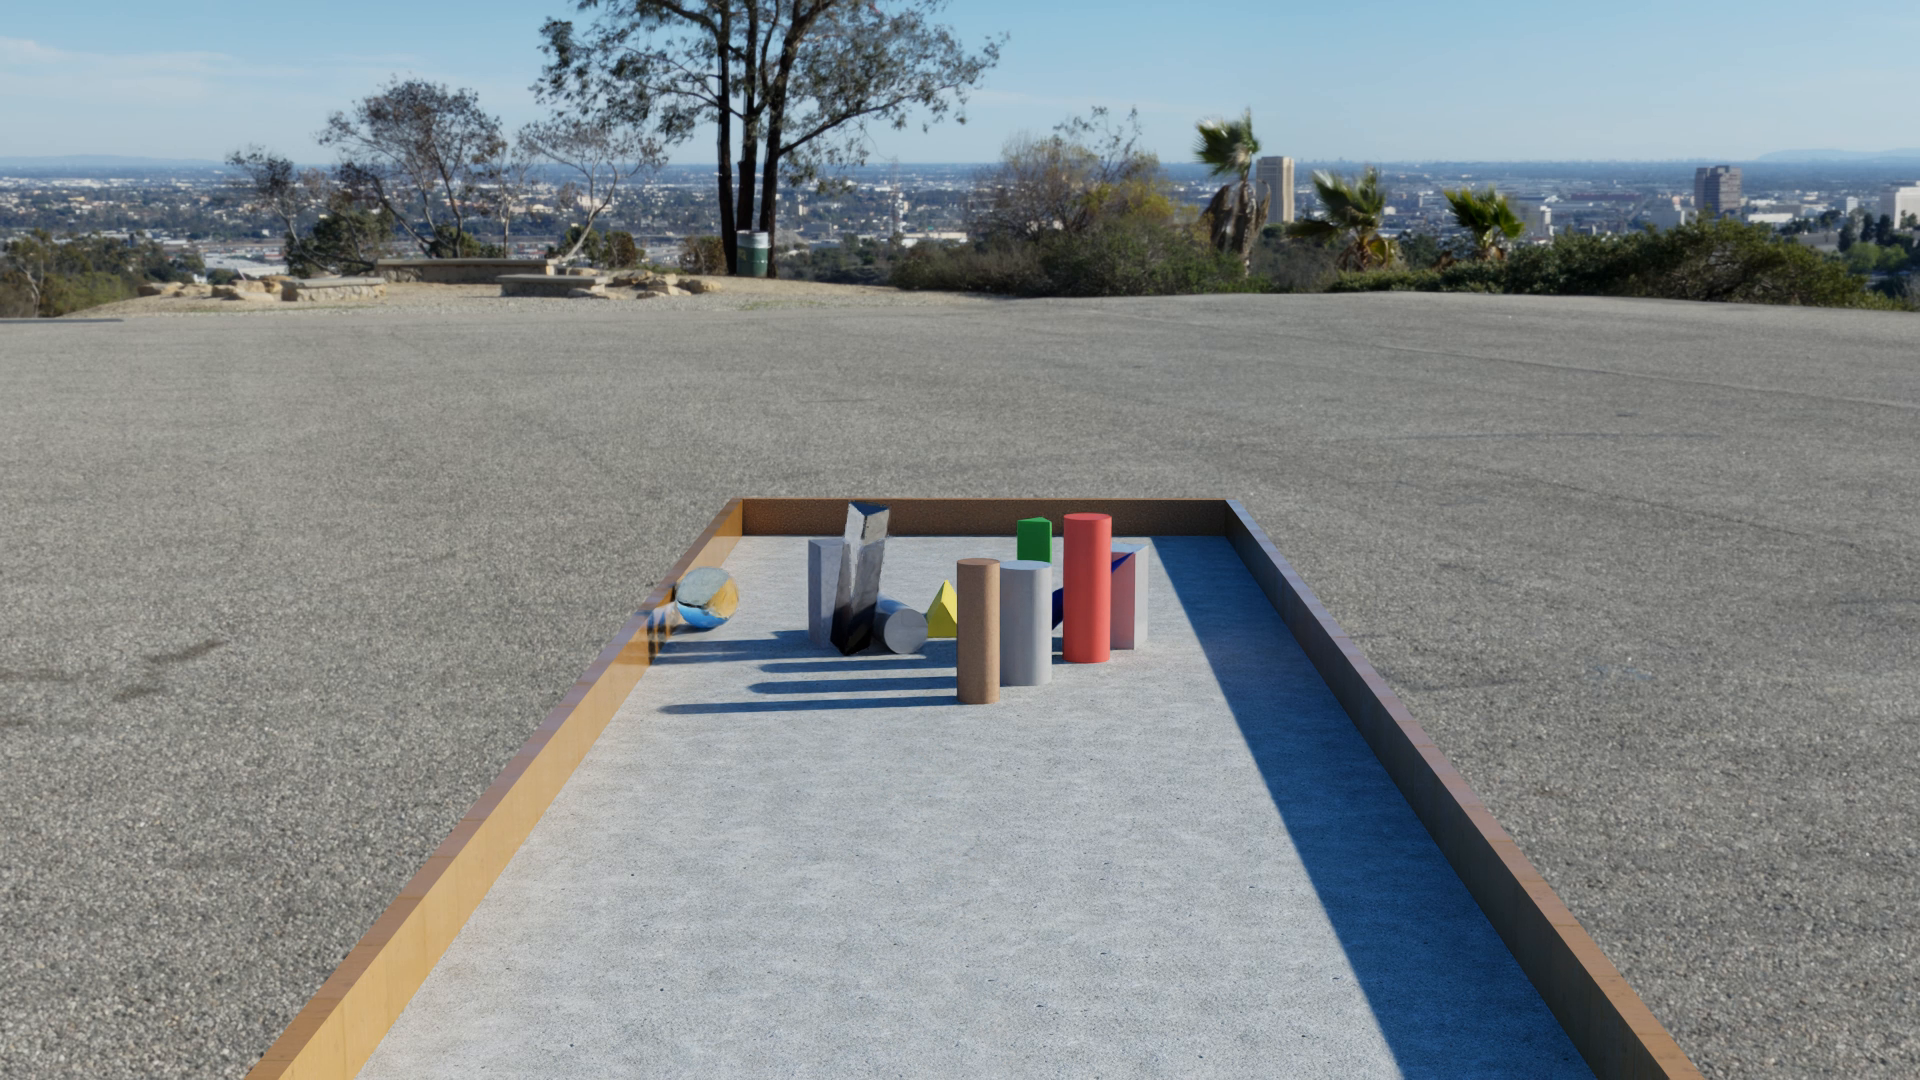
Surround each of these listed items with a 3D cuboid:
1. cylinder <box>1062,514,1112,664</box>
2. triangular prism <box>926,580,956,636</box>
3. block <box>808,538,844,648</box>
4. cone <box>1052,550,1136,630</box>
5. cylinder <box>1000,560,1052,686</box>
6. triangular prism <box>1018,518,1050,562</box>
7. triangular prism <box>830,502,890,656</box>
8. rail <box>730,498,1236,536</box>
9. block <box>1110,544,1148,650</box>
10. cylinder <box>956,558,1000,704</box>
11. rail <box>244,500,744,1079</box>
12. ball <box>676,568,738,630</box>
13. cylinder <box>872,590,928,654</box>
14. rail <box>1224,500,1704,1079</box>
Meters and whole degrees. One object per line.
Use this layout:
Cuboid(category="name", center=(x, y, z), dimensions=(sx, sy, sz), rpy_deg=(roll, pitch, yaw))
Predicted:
Cuboid(category="cylinder", center=(0.386, 0.146, 6.688), dimensions=(0.144, 0.439, 0.144), rpy_deg=(0, 9, 0))
Cuboid(category="triangular prism", center=(-0.051, 0.221, 7.236), dimensions=(0.129, 0.112, 0.409), rpy_deg=(0, 9, 2))
Cuboid(category="block", center=(-0.384, 0.166, 6.931), dimensions=(0.153, 0.323, 0.153), rpy_deg=(-3, 9, -19))
Cuboid(category="cone", center=(0.356, 0.164, 6.795), dimensions=(0.455, 0.138, 0.138), rpy_deg=(-35, 13, -3))
Cuboid(category="cylinder", center=(0.186, 0.241, 6.401), dimensions=(0.164, 0.341, 0.164), rpy_deg=(0, 9, 0))
Cuboid(category="triangular prism", center=(0.244, 0.130, 6.926), dimensions=(0.108, 0.395, 0.094), rpy_deg=(3, 9, 16))
Cuboid(category="triangular prism", center=(-0.326, 0.114, 6.757), dimensions=(0.107, 0.459, 0.124), rpy_deg=(21, 23, 29))
Cuboid(category="rail", center=(0.099, -0.098, 9.147), dimensions=(2.100, 0.150, 0.050), rpy_deg=(0, 9, 1))
Cuboid(category="block", center=(0.491, 0.174, 6.934), dimensions=(0.168, 0.305, 0.168), rpy_deg=(3, 10, 19))
Cuboid(category="cylinder", center=(0.051, 0.254, 6.149), dimensions=(0.121, 0.393, 0.121), rpy_deg=(0, 9, 0))
Cuboid(category="rail", center=(-1.004, 0.839, 3.234), dimensions=(0.050, 0.150, 12.000), rpy_deg=(0, 9, 1))
Cuboid(category="ball", center=(-0.825, 0.189, 7.169), dimensions=(0.202, 0.202, 0.202), rpy_deg=(0, 9, 0))
Cuboid(category="cylinder", center=(-0.235, 0.250, 6.972), dimensions=(0.143, 0.143, 0.425), rpy_deg=(-3, 10, -19))
Cuboid(category="rail", center=(1.046, 0.843, 3.208), dimensions=(0.050, 0.150, 12.000), rpy_deg=(0, 9, 1))
